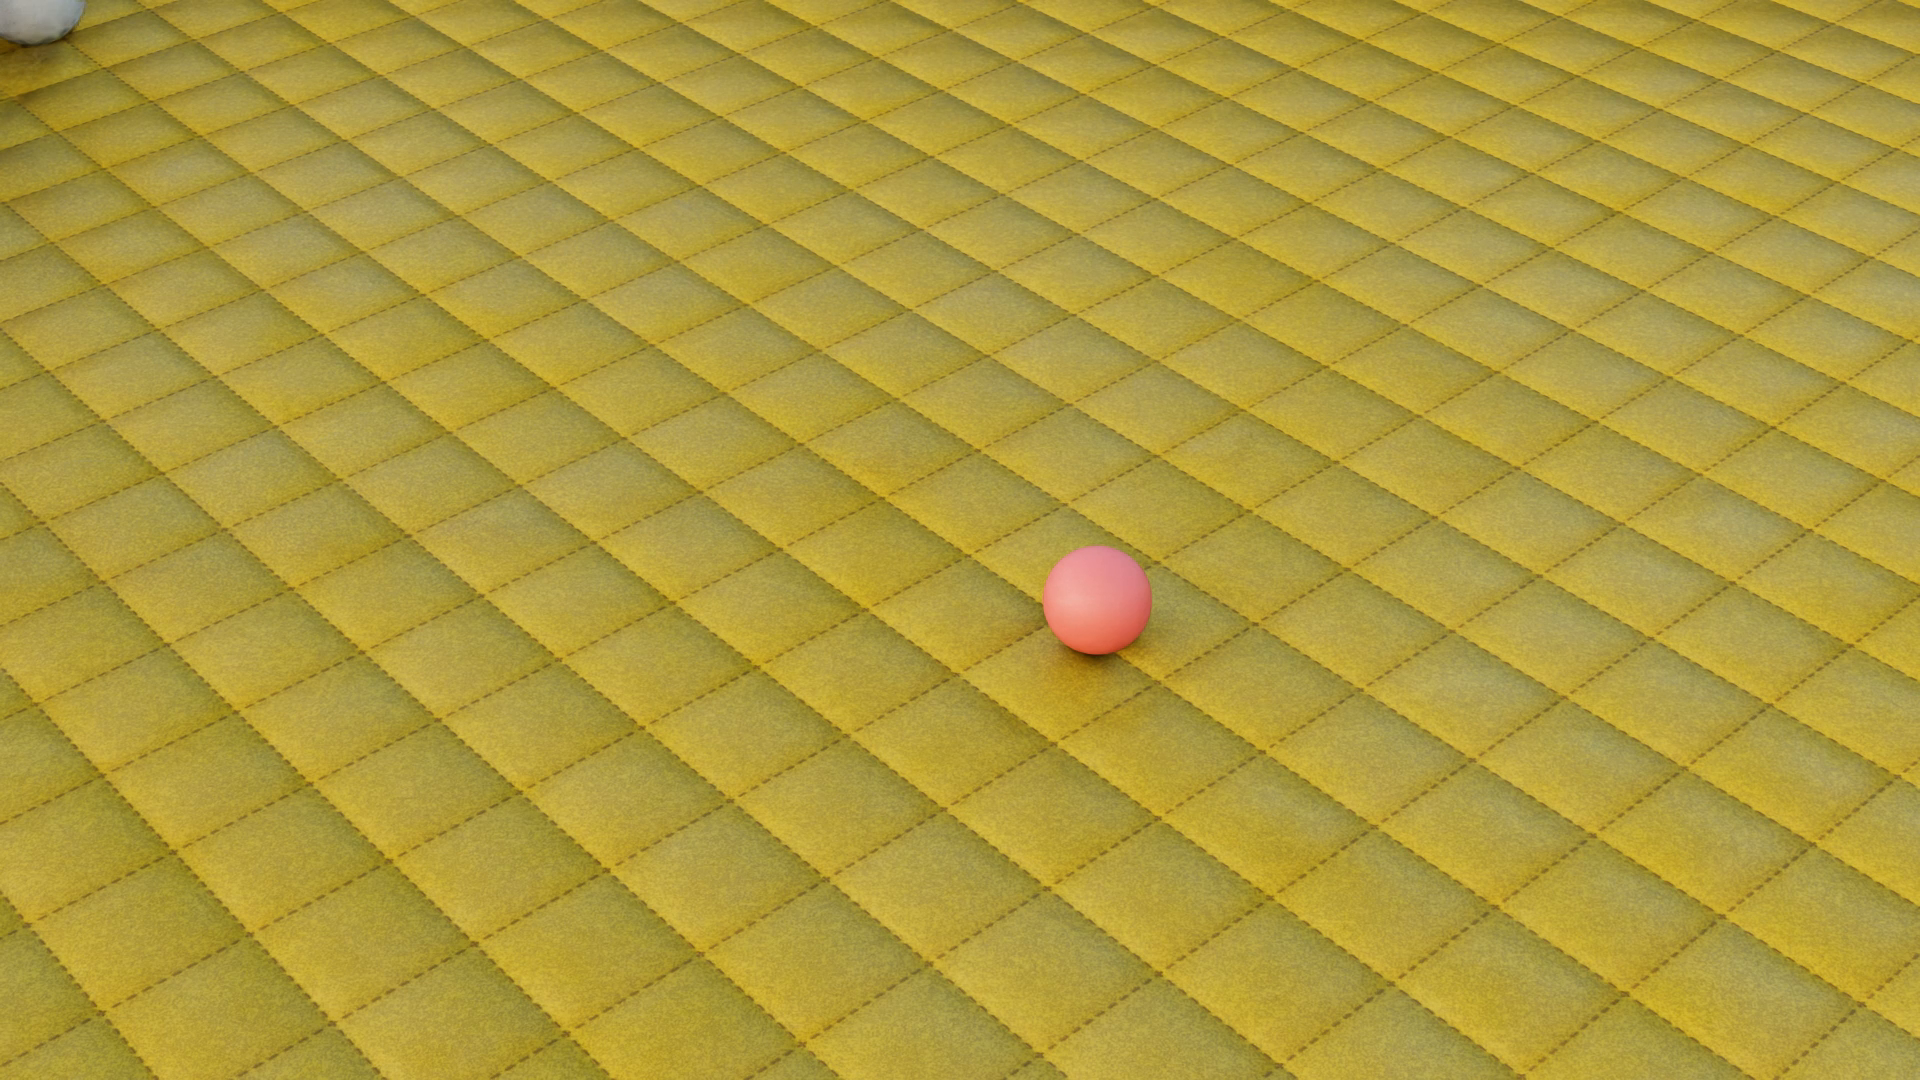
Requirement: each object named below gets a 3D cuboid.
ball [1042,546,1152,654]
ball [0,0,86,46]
[{"bbox_3d":[0.086,0.038,1.603,0.069,0.069,0.069,0,36,0],"label":"ball"},{"bbox_3d":[-0.839,-0.495,2.310,0.098,0.098,0.098,0,36,0],"label":"ball"}]
